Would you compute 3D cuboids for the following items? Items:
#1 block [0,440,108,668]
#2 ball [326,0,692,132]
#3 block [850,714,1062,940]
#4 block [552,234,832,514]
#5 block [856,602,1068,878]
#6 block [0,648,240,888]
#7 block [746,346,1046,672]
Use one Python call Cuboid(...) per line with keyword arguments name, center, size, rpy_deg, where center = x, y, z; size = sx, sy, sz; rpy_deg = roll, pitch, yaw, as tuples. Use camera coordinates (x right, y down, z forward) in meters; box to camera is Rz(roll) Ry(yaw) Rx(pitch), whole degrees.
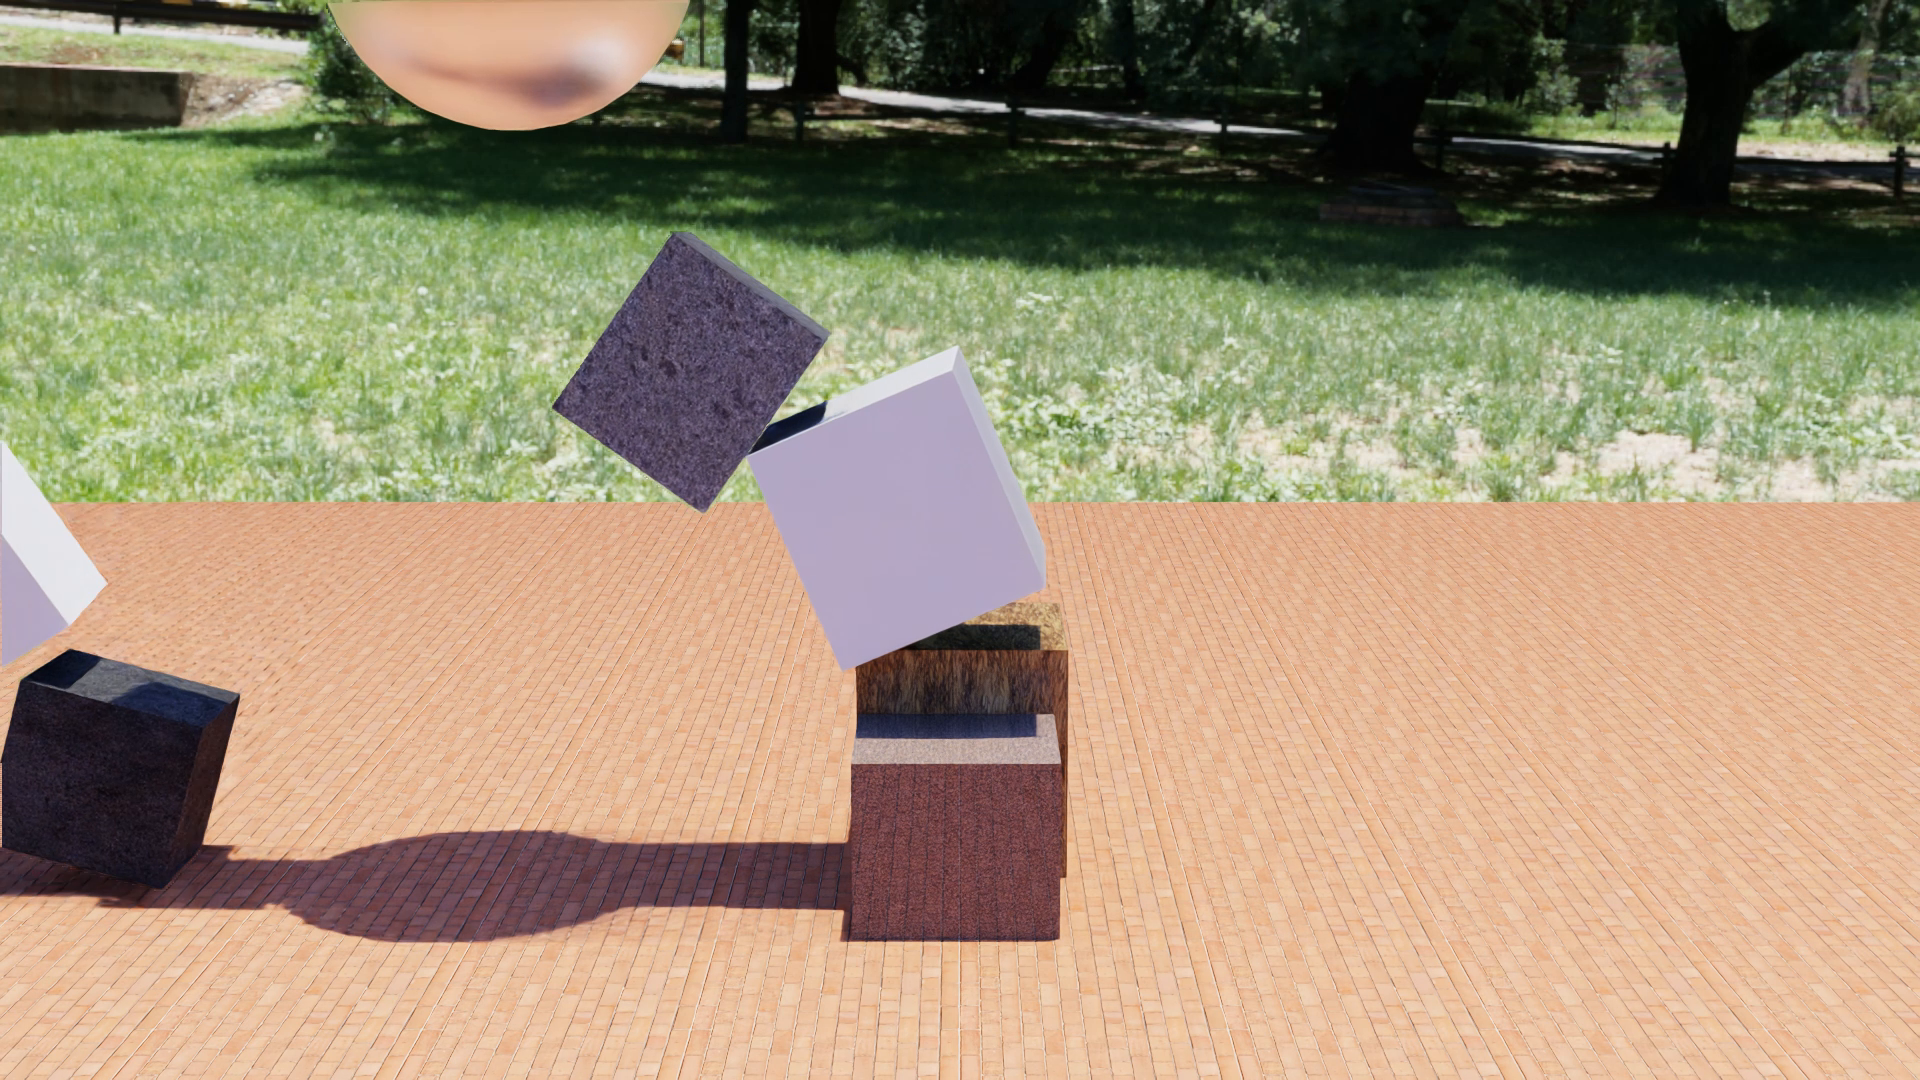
Cuboid(name="block", center=(-4.368, 0.155, 11.238), size=(0.758, 0.789, 0.713), rpy_deg=(-31, 15, 2))
Cuboid(name="ball", center=(-1.887, -2.519, 10.722), size=(1.600, 1.600, 1.600), rpy_deg=(0, 10, 0))
Cuboid(name="block", center=(-0.016, 1.201, 10.877), size=(0.854, 0.745, 0.819), rpy_deg=(0, 10, 0))
Cuboid(name="block", center=(-1.136, -0.741, 11.103), size=(0.771, 0.882, 0.927), rpy_deg=(35, 5, -5))
Cuboid(name="block", center=(0.009, 0.895, 11.764), size=(0.926, 1.030, 1.016), rpy_deg=(0, 10, 0))
Cuboid(name="block", center=(-3.750, 1.002, 11.386), size=(0.789, 0.740, 0.723), rpy_deg=(15, 7, -5))
Cuboid(name="block", center=(-0.252, -0.157, 11.147), size=(0.934, 0.998, 0.910), rpy_deg=(-23, 9, 6))
